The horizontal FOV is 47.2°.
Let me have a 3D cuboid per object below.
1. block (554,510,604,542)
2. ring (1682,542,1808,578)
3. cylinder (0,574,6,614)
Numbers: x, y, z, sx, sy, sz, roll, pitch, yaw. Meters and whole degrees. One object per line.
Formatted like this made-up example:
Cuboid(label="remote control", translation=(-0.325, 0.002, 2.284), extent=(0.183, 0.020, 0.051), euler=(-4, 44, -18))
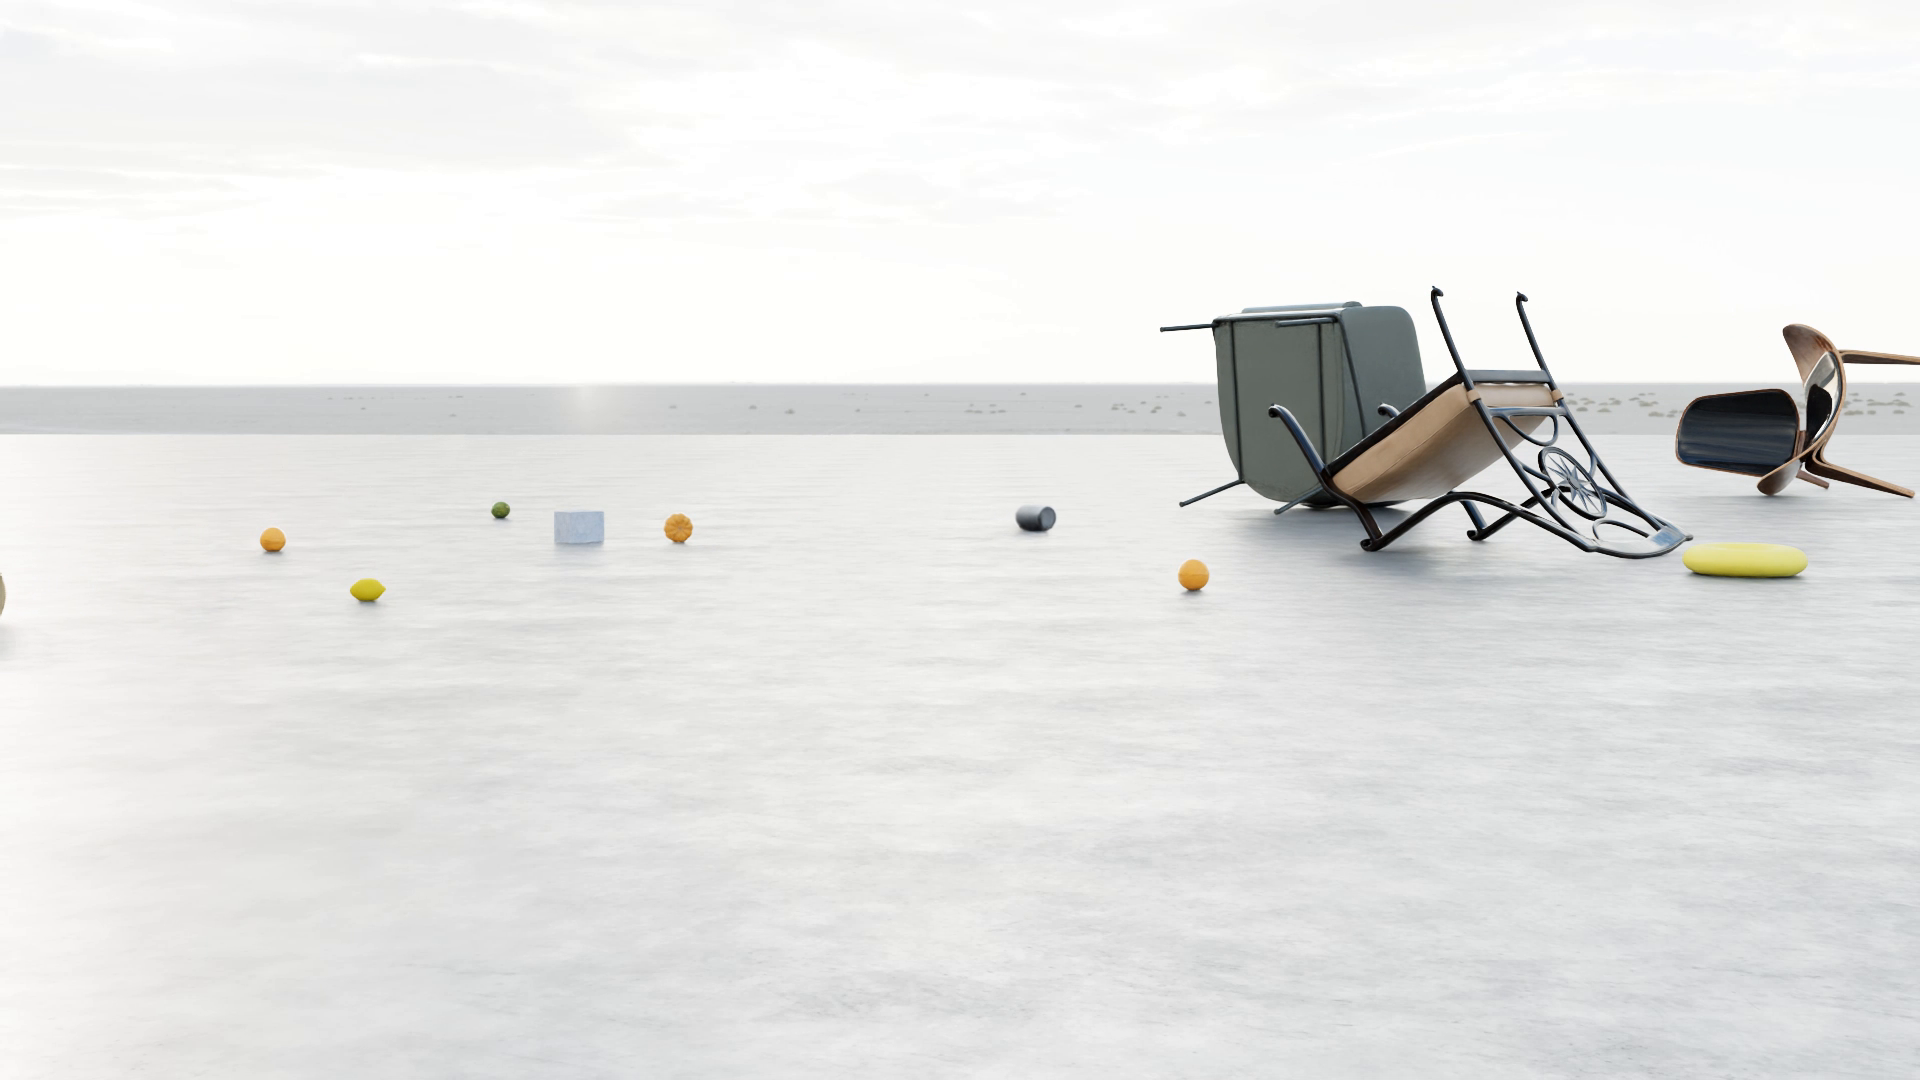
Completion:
Cuboid(label="block", translation=(-1.125, -0.041, 6.495), extent=(0.114, 0.089, 0.097), euler=(-3, 5, -39))
Cuboid(label="ring", translation=(1.909, 0.048, 5.350), extent=(0.282, 0.068, 0.295), euler=(-3, 6, -29))
Cuboid(label="cylinder", translation=(-1.913, 0.101, 4.134), extent=(0.148, 0.128, 0.180), euler=(1, -3, 10))
